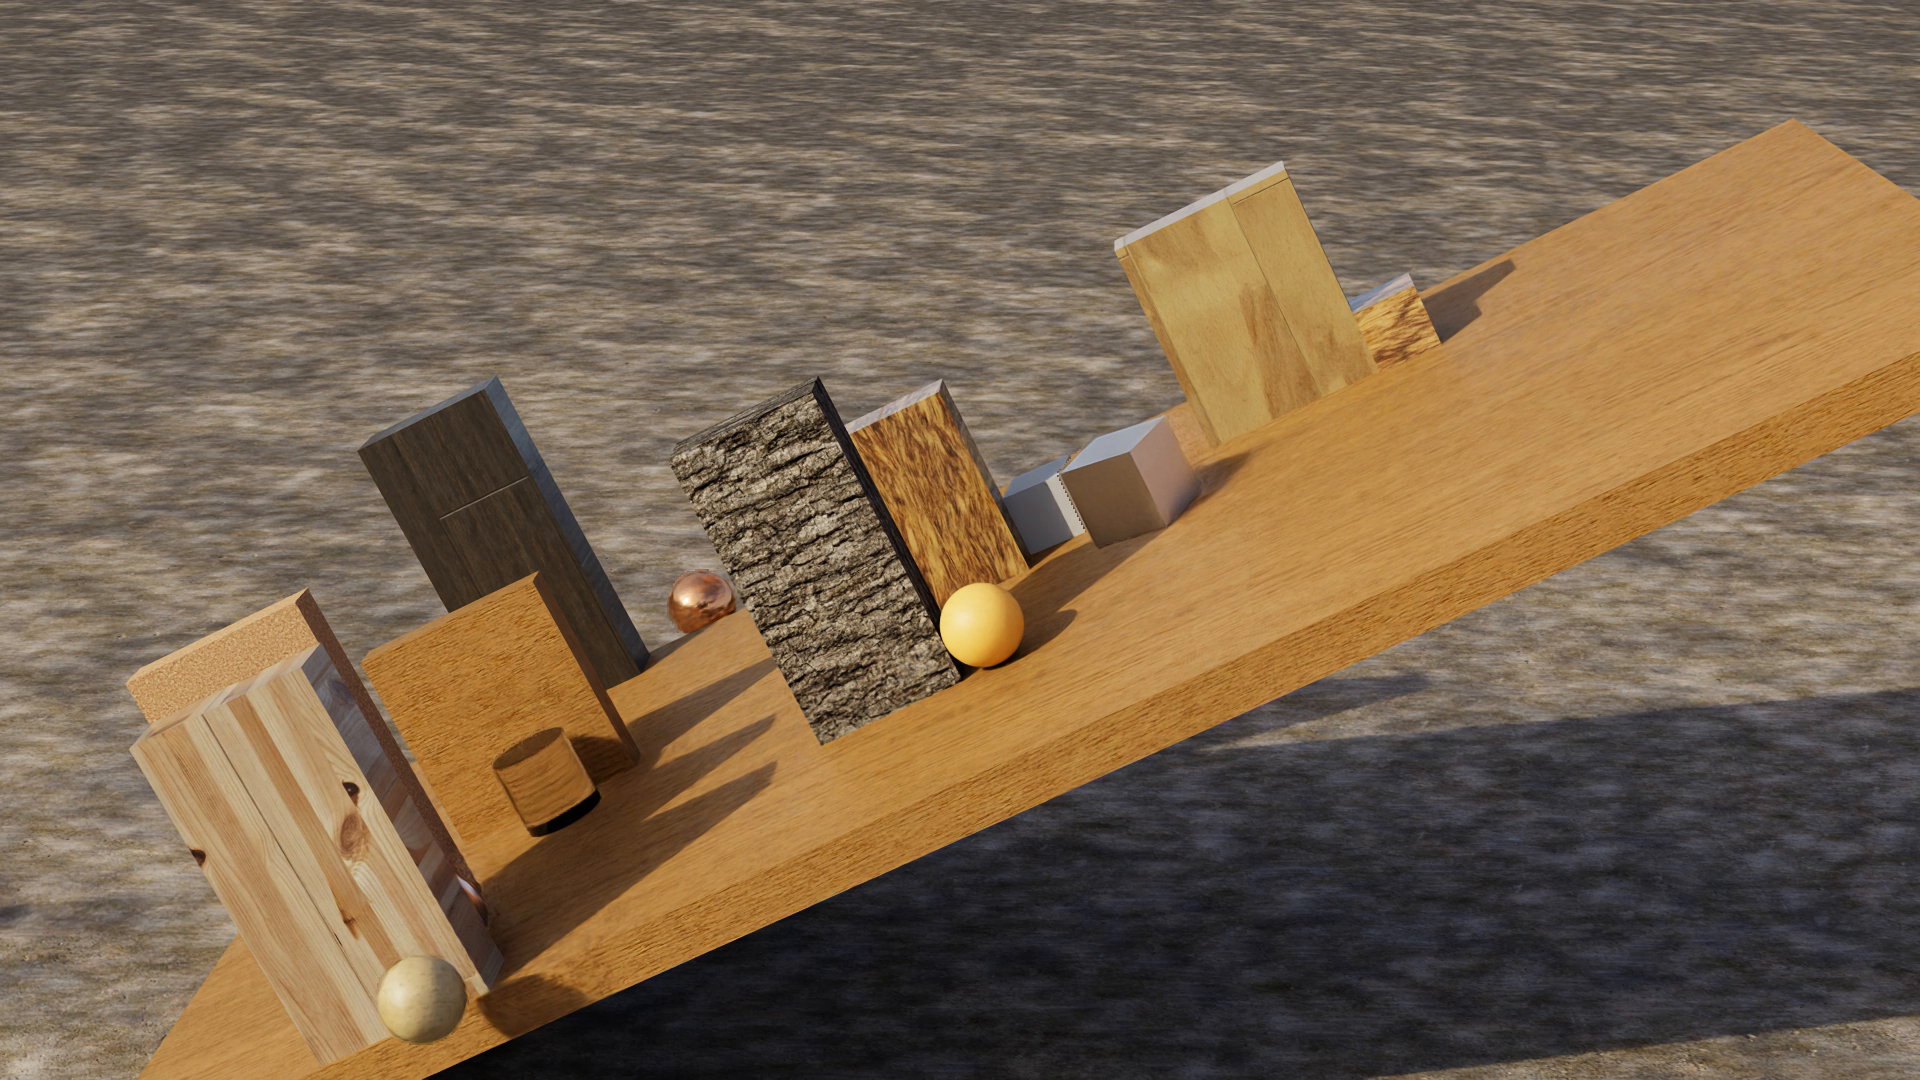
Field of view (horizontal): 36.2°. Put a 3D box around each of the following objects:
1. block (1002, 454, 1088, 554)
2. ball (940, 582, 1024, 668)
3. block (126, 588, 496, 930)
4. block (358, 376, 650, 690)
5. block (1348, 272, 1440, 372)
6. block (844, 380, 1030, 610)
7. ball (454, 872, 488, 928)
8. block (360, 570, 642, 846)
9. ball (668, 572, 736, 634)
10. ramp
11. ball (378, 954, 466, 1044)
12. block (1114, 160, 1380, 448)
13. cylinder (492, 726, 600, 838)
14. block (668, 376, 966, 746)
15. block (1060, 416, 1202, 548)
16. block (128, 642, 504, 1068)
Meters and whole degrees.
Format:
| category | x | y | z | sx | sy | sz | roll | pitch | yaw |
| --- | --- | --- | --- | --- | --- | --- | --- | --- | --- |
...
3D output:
| category | x | y | z | sx | sy | sz | roll | pitch | yaw |
| --- | --- | --- | --- | --- | --- | --- | --- | --- | --- |
| block | 0.201 | -0.080 | 6.558 | 0.143 | 0.143 | 0.143 | -23 | 14 | 18 |
| ball | 0.044 | 0.170 | 5.874 | 0.170 | 0.170 | 0.170 | 0 | 16 | 0 |
| block | -1.283 | 0.518 | 5.838 | 0.387 | 0.766 | 0.093 | -25 | 14 | 10 |
| block | -1.117 | 0.037 | 7.239 | 0.354 | 0.800 | 0.146 | -25 | 14 | 10 |
| block | 0.973 | -0.488 | 6.587 | 0.148 | 0.148 | 0.148 | -25 | 14 | 10 |
| block | -0.067 | -0.087 | 6.456 | 0.276 | 0.443 | 0.125 | -25 | 14 | 10 |
| ball | -1.019 | 0.741 | 5.728 | 0.197 | 0.197 | 0.197 | 0 | 16 | 0 |
| block | -1.009 | 0.373 | 6.480 | 0.432 | 0.475 | 0.080 | -25 | 14 | 10 |
| ball | -0.798 | 0.202 | 9.111 | 0.208 | 0.208 | 0.208 | 0 | 16 | 0 |
| ramp | 0.138 | 0.168 | 6.281 | 4.000 | 0.100 | 2.000 | -25 | 14 | 10 |
| ball | -0.979 | 0.835 | 5.351 | 0.160 | 0.160 | 0.160 | 0 | 16 | 0 |
| block | 0.643 | -0.526 | 6.600 | 0.414 | 0.503 | 0.123 | -25 | 14 | 10 |
| cylinder | -0.893 | 0.522 | 6.353 | 0.172 | 0.172 | 0.172 | -26 | 14 | 7 |
| block | -0.282 | 0.044 | 5.907 | 0.320 | 0.663 | 0.139 | -25 | 14 | 10 |
| block | 0.367 | -0.124 | 6.312 | 0.186 | 0.186 | 0.186 | -17 | 17 | 36 |
| block | -1.199 | 0.594 | 5.517 | 0.368 | 0.710 | 0.143 | -25 | 14 | 10 |
